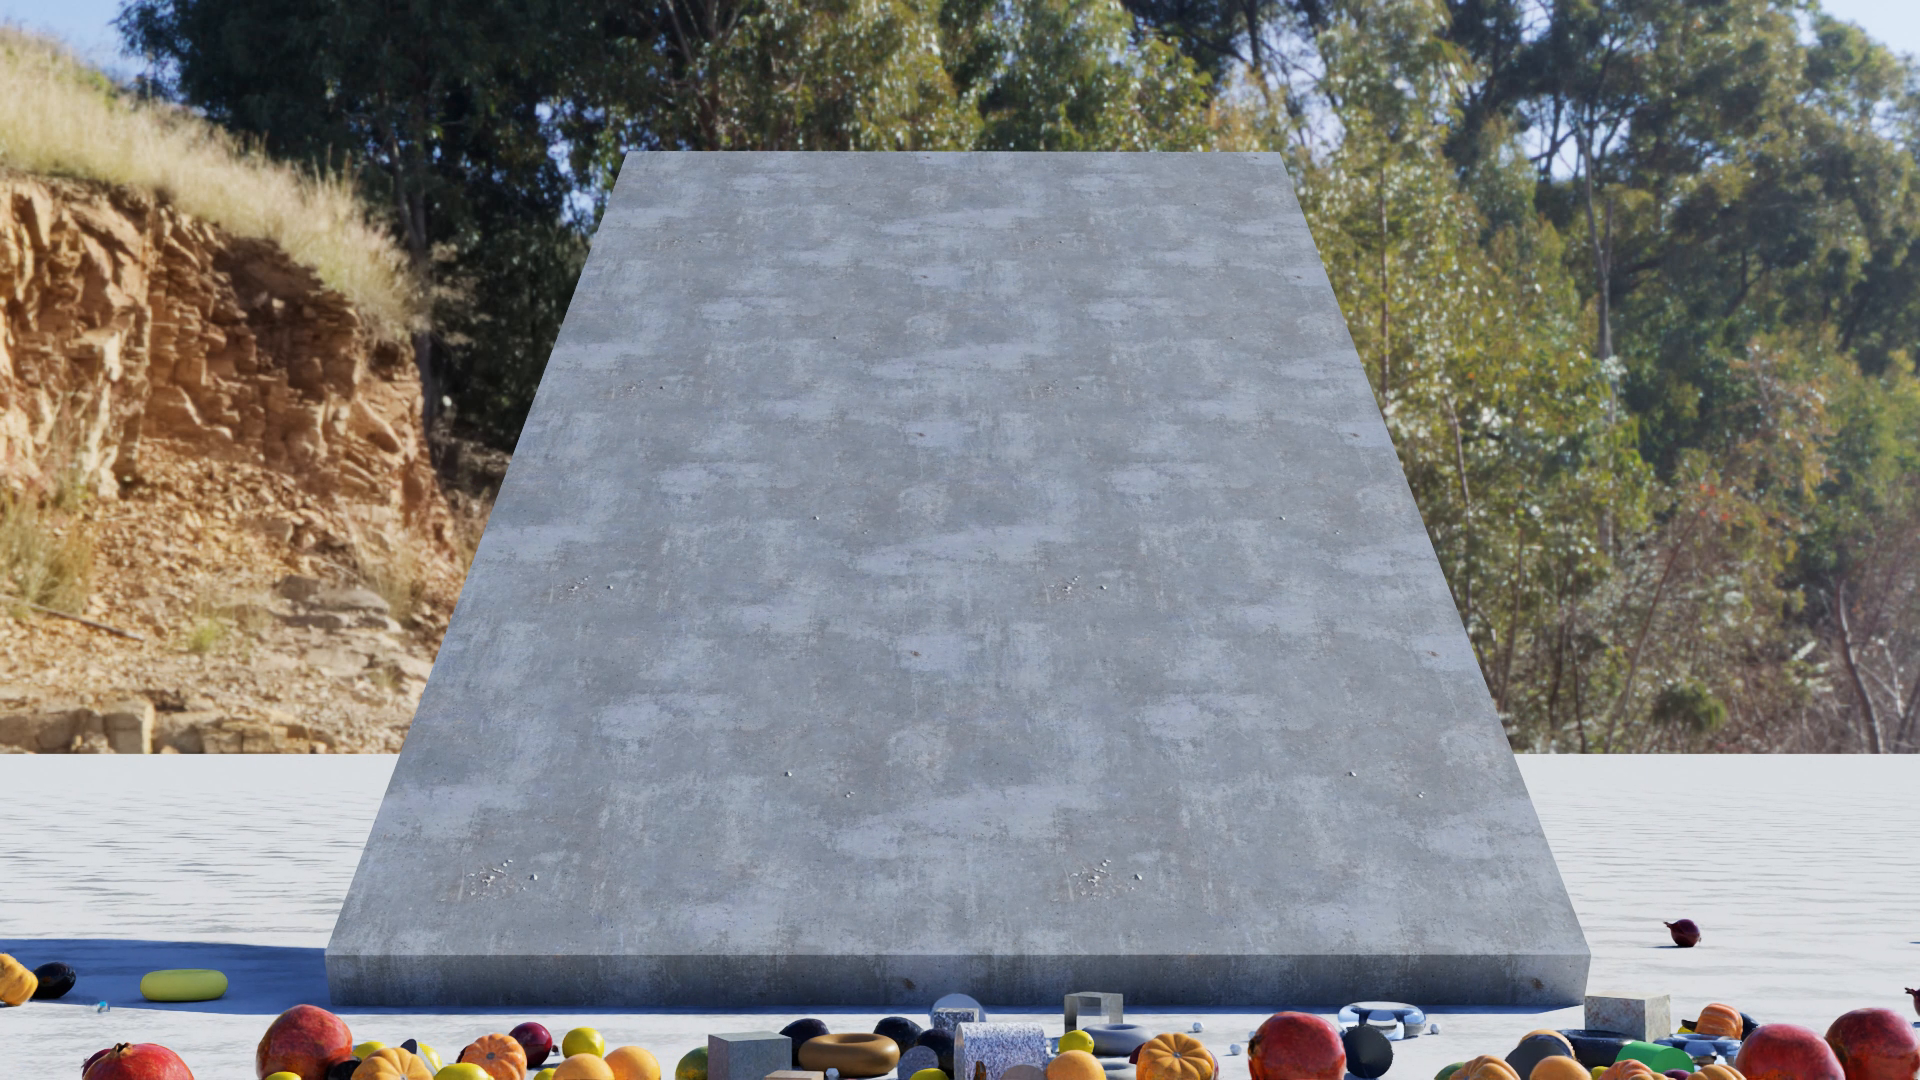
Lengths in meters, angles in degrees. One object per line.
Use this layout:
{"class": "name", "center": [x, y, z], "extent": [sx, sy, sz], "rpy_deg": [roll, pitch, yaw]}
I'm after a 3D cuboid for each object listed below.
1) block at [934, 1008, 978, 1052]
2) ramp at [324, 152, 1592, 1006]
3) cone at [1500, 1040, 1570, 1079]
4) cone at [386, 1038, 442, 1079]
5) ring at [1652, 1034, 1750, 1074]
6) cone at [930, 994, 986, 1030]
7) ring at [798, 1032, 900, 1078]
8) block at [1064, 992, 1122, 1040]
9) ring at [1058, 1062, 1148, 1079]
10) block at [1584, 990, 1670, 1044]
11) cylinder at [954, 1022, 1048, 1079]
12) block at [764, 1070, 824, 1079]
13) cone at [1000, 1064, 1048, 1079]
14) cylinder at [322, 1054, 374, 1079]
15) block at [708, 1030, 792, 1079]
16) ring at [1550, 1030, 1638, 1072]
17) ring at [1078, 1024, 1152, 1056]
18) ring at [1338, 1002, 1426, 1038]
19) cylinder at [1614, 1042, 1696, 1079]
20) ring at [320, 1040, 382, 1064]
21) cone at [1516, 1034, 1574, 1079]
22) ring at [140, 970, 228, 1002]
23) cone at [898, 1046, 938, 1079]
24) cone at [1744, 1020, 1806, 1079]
{"class": "block", "center": [-0.004, 0.667, 3.235], "extent": [0.054, 0.054, 0.054], "rpy_deg": [-1, -5, 7]}
{"class": "ramp", "center": [-0.011, -0.225, 5.550], "extent": [2.000, 0.100, 4.000], "rpy_deg": [0, 28, 0]}
{"class": "cone", "center": [0.669, 0.630, 2.718], "extent": [0.082, 0.082, 0.082], "rpy_deg": [0, 22, -5]}
{"class": "cone", "center": [-0.648, 0.648, 2.876], "extent": [0.067, 0.067, 0.067], "rpy_deg": [34, -22, -28]}
{"class": "ring", "center": [0.947, 0.657, 3.045], "extent": [0.124, 0.041, 0.124], "rpy_deg": [1, -6, 0]}
{"class": "cone", "center": [-0.008, 0.683, 3.316], "extent": [0.078, 0.078, 0.078], "rpy_deg": [1, -32, -9]}
{"class": "ring", "center": [-0.141, 0.653, 3.012], "extent": [0.130, 0.043, 0.130], "rpy_deg": [-1, -3, 0]}
{"class": "block", "center": [0.190, 0.676, 3.375], "extent": [0.061, 0.061, 0.061], "rpy_deg": [-3, -6, 34]}
{"class": "ring", "center": [0.169, 0.638, 2.802], "extent": [0.109, 0.036, 0.109], "rpy_deg": [-1, -4, 0]}
{"class": "block", "center": [0.883, 0.644, 3.146], "extent": [0.084, 0.084, 0.084], "rpy_deg": [-4, -6, 38]}
{"class": "cylinder", "center": [0.046, 0.604, 2.743], "extent": [0.094, 0.094, 0.094], "rpy_deg": [1, -5, -8]}
{"class": "block", "center": [-0.182, 0.612, 2.607], "extent": [0.053, 0.053, 0.053], "rpy_deg": [-1, -5, 11]}
{"class": "cone", "center": [0.071, 0.633, 2.693], "extent": [0.060, 0.060, 0.060], "rpy_deg": [0, -32, -2]}
{"class": "cylinder", "center": [-0.707, 0.625, 2.749], "extent": [0.053, 0.053, 0.053], "rpy_deg": [2, -3, -20]}
{"class": "block", "center": [-0.245, 0.615, 2.763], "extent": [0.076, 0.076, 0.076], "rpy_deg": [2, -5, -25]}
{"class": "ring", "center": [0.811, 0.658, 3.063], "extent": [0.131, 0.044, 0.131], "rpy_deg": [1, -5, 0]}
{"class": "ring", "center": [0.209, 0.675, 3.216], "extent": [0.103, 0.034, 0.103], "rpy_deg": [-1, -4, 0]}
{"class": "ring", "center": [0.604, 0.688, 3.409], "extent": [0.126, 0.042, 0.126], "rpy_deg": [0, -4, 0]}
{"class": "cylinder", "center": [0.810, 0.621, 2.774], "extent": [0.065, 0.065, 0.065], "rpy_deg": [2, -5, -20]}
{"class": "ring", "center": [-0.795, 0.670, 3.106], "extent": [0.080, 0.027, 0.080], "rpy_deg": [1, -4, 0]}
{"class": "cone", "center": [0.708, 0.642, 2.841], "extent": [0.079, 0.079, 0.079], "rpy_deg": [-4, -33, 35]}
{"class": "ring", "center": [-1.270, 0.729, 3.893], "extent": [0.138, 0.046, 0.138], "rpy_deg": [0, -6, 0]}
{"class": "cone", "center": [-0.041, 0.652, 2.899], "extent": [0.055, 0.055, 0.055], "rpy_deg": [-2, -32, 26]}
{"class": "cone", "center": [0.941, 0.603, 2.749], "extent": [0.096, 0.096, 0.096], "rpy_deg": [0, -5, 0]}
